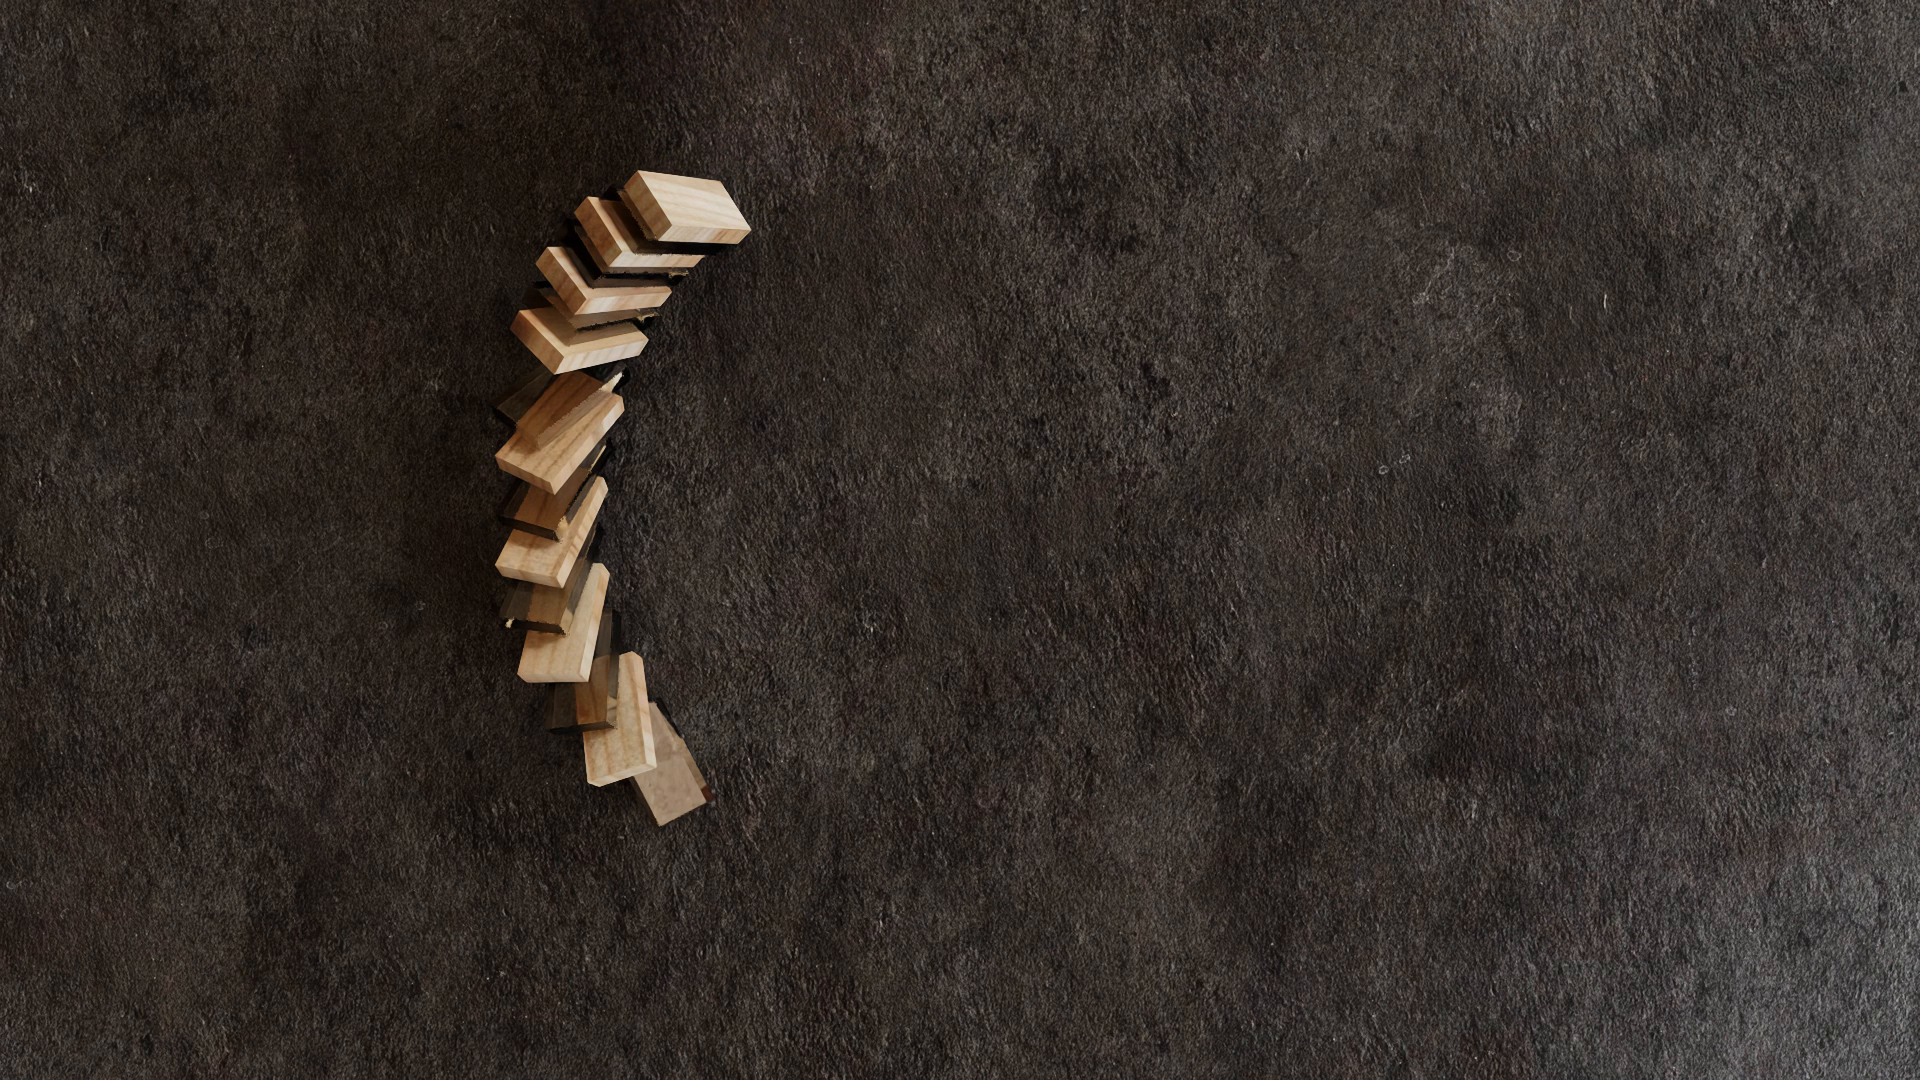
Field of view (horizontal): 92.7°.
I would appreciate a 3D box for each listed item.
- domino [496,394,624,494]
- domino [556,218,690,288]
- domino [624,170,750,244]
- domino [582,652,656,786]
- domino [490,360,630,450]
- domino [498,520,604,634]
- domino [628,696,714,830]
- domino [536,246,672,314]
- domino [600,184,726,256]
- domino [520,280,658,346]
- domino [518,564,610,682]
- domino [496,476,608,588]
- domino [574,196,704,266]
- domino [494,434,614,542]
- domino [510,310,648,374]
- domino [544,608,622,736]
[{"bbox_3d":[-0.166,-0.045,0.383,0.025,0.009,0.050,26,59,1],"label":"domino"},{"bbox_3d":[-0.137,-0.117,0.376,0.009,0.050,0.025,-32,90,29],"label":"domino"},{"bbox_3d":[-0.110,-0.136,0.376,0.010,0.050,0.025,-33,90,29],"label":"domino"},{"bbox_3d":[-0.144,0.075,0.384,0.025,0.010,0.050,-18,63,0],"label":"domino"},{"bbox_3d":[-0.165,-0.062,0.381,0.025,0.010,0.050,36,59,7],"label":"domino"},{"bbox_3d":[-0.170,0.013,0.383,0.025,0.010,0.050,8,59,0],"label":"domino"},{"bbox_3d":[-0.130,0.096,0.395,0.025,0.010,0.050,-28,90,0],"label":"domino"},{"bbox_3d":[-0.145,-0.107,0.376,0.010,0.050,0.025,-37,90,29],"label":"domino"},{"bbox_3d":[-0.120,-0.131,0.376,0.010,0.050,0.025,-33,90,29],"label":"domino"},{"bbox_3d":[-0.150,-0.095,0.376,0.025,0.050,0.010,45,119,0],"label":"domino"},{"bbox_3d":[-0.165,0.034,0.384,0.025,0.010,0.050,-1,60,0],"label":"domino"},{"bbox_3d":[-0.170,-0.006,0.383,0.025,0.009,0.050,12,59,0],"label":"domino"},{"bbox_3d":[-0.130,-0.126,0.376,0.010,0.050,0.025,-33,90,29],"label":"domino"},{"bbox_3d":[-0.169,-0.025,0.383,0.025,0.010,0.050,17,59,0],"label":"domino"},{"bbox_3d":[-0.155,-0.084,0.376,0.025,0.050,0.010,46,119,1],"label":"domino"},{"bbox_3d":[-0.157,0.055,0.384,0.025,0.009,0.050,-8,62,0],"label":"domino"}]
